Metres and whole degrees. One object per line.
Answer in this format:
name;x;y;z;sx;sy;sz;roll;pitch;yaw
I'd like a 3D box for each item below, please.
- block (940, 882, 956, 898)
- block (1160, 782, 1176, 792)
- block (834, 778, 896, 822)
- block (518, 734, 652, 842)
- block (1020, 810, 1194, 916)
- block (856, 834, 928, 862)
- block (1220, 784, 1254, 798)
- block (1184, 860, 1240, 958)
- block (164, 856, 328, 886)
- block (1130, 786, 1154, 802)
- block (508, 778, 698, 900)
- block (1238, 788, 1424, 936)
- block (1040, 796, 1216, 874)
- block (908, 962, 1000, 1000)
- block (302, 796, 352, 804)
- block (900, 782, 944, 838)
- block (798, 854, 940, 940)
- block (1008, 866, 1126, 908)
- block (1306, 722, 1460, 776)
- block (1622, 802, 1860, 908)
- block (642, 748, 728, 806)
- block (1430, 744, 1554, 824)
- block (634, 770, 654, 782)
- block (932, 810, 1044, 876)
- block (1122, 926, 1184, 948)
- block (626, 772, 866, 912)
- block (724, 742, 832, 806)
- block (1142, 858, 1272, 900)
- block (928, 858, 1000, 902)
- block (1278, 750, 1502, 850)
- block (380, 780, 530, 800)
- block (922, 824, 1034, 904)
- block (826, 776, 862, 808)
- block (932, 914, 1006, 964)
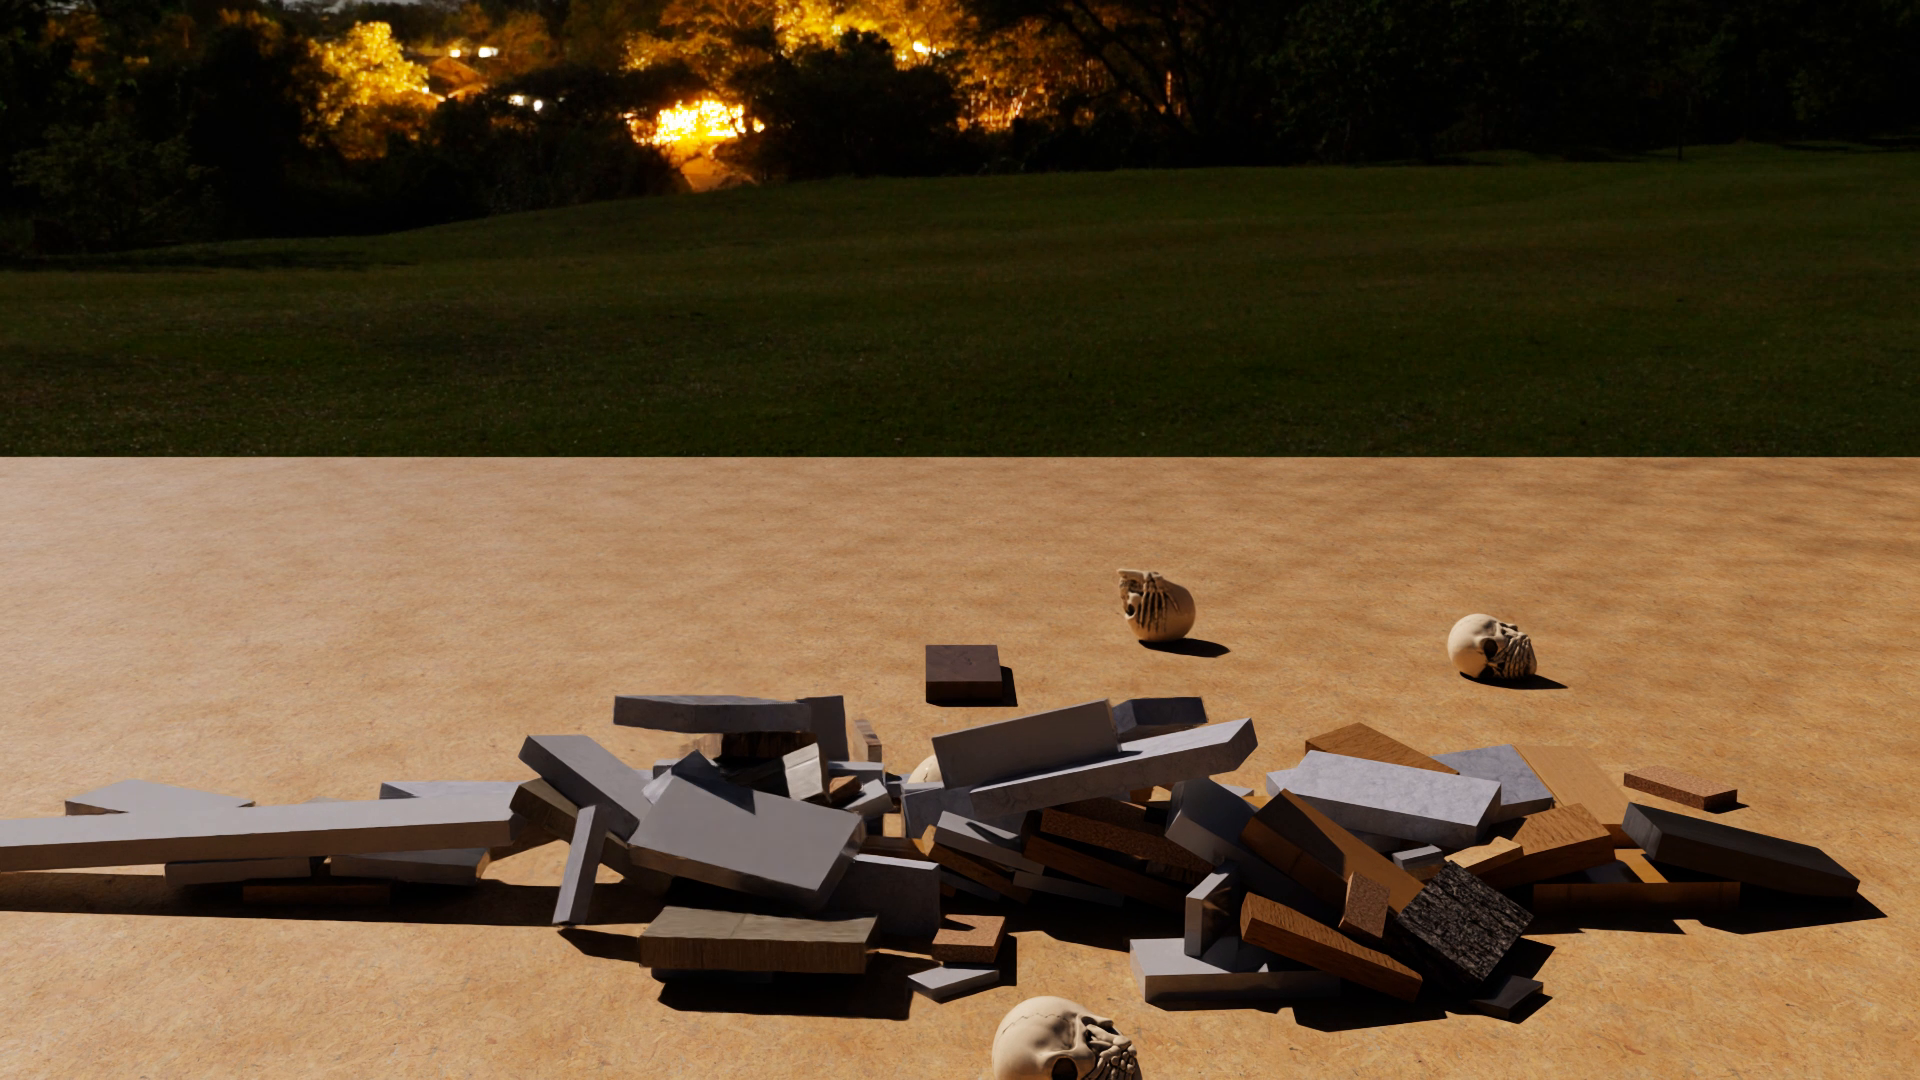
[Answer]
block;-0.071;0.552;3.657;0.138;0.020;0.069;21;10;-2
block;0.415;0.466;4.285;0.065;0.018;0.131;-6;12;-27
block;-0.225;0.468;3.671;0.221;0.031;0.111;-23;9;-8
block;-0.592;0.429;3.748;0.309;0.044;0.154;31;11;28
block;0.240;0.529;3.620;0.284;0.040;0.142;20;10;-3
block;-0.121;0.511;3.642;0.138;0.020;0.069;5;11;-2
block;0.496;0.491;4.150;0.067;0.019;0.134;7;12;32
block;0.385;0.561;3.352;0.026;0.091;0.182;6;12;25
block;-1.192;0.536;3.687;0.239;0.034;0.120;-4;10;0
block;0.213;0.456;3.948;0.291;0.145;0.041;-3;30;-28
block;-0.587;0.492;3.691;0.309;0.044;0.154;28;10;12
block;0.612;0.527;3.457;0.334;0.047;0.167;35;23;17
block;0.285;0.472;3.585;0.283;0.040;0.142;13;11;13
block;-0.009;0.654;3.278;0.125;0.018;0.063;-8;13;-37
block;-1.072;0.519;3.931;0.312;0.044;0.156;5;11;23
block;0.045;0.489;3.808;0.291;0.145;0.041;-2;8;-12
block;-0.145;0.562;3.504;0.230;0.115;0.033;4;11;20
block;0.175;0.561;3.635;0.186;0.026;0.093;13;10;-6
block;0.763;0.408;3.985;0.131;0.037;0.263;-14;23;-29
block;1.297;0.523;3.667;0.340;0.048;0.170;14;10;-4
block;-0.423;0.445;3.617;0.115;0.033;0.230;-36;40;-13
block;0.917;0.461;4.051;0.307;0.043;0.153;-6;37;-20
block;-0.491;0.472;4.084;0.346;0.049;0.173;3;5;-1
block;0.052;0.499;3.623;0.186;0.026;0.093;18;10;2
block;0.305;0.626;3.441;0.091;0.013;0.045;-5;12;-27
block;-0.336;0.473;3.465;0.334;0.047;0.167;10;41;21
block;-0.328;0.426;3.638;0.230;0.033;0.115;-22;39;9
block;0.443;0.541;3.638;0.283;0.040;0.142;14;10;-2
block;0.002;0.559;3.654;0.138;0.020;0.069;20;10;-3
block;0.737;0.444;3.769;0.340;0.048;0.170;8;23;26
block;-0.877;0.474;3.998;0.309;0.044;0.154;5;2;-42
block;0.028;0.537;3.640;0.186;0.026;0.093;27;8;-11
block;-0.282;0.464;3.645;0.257;0.022;0.079;-31;12;-35
block;0.015;0.616;3.400;0.093;0.026;0.186;1;4;7
